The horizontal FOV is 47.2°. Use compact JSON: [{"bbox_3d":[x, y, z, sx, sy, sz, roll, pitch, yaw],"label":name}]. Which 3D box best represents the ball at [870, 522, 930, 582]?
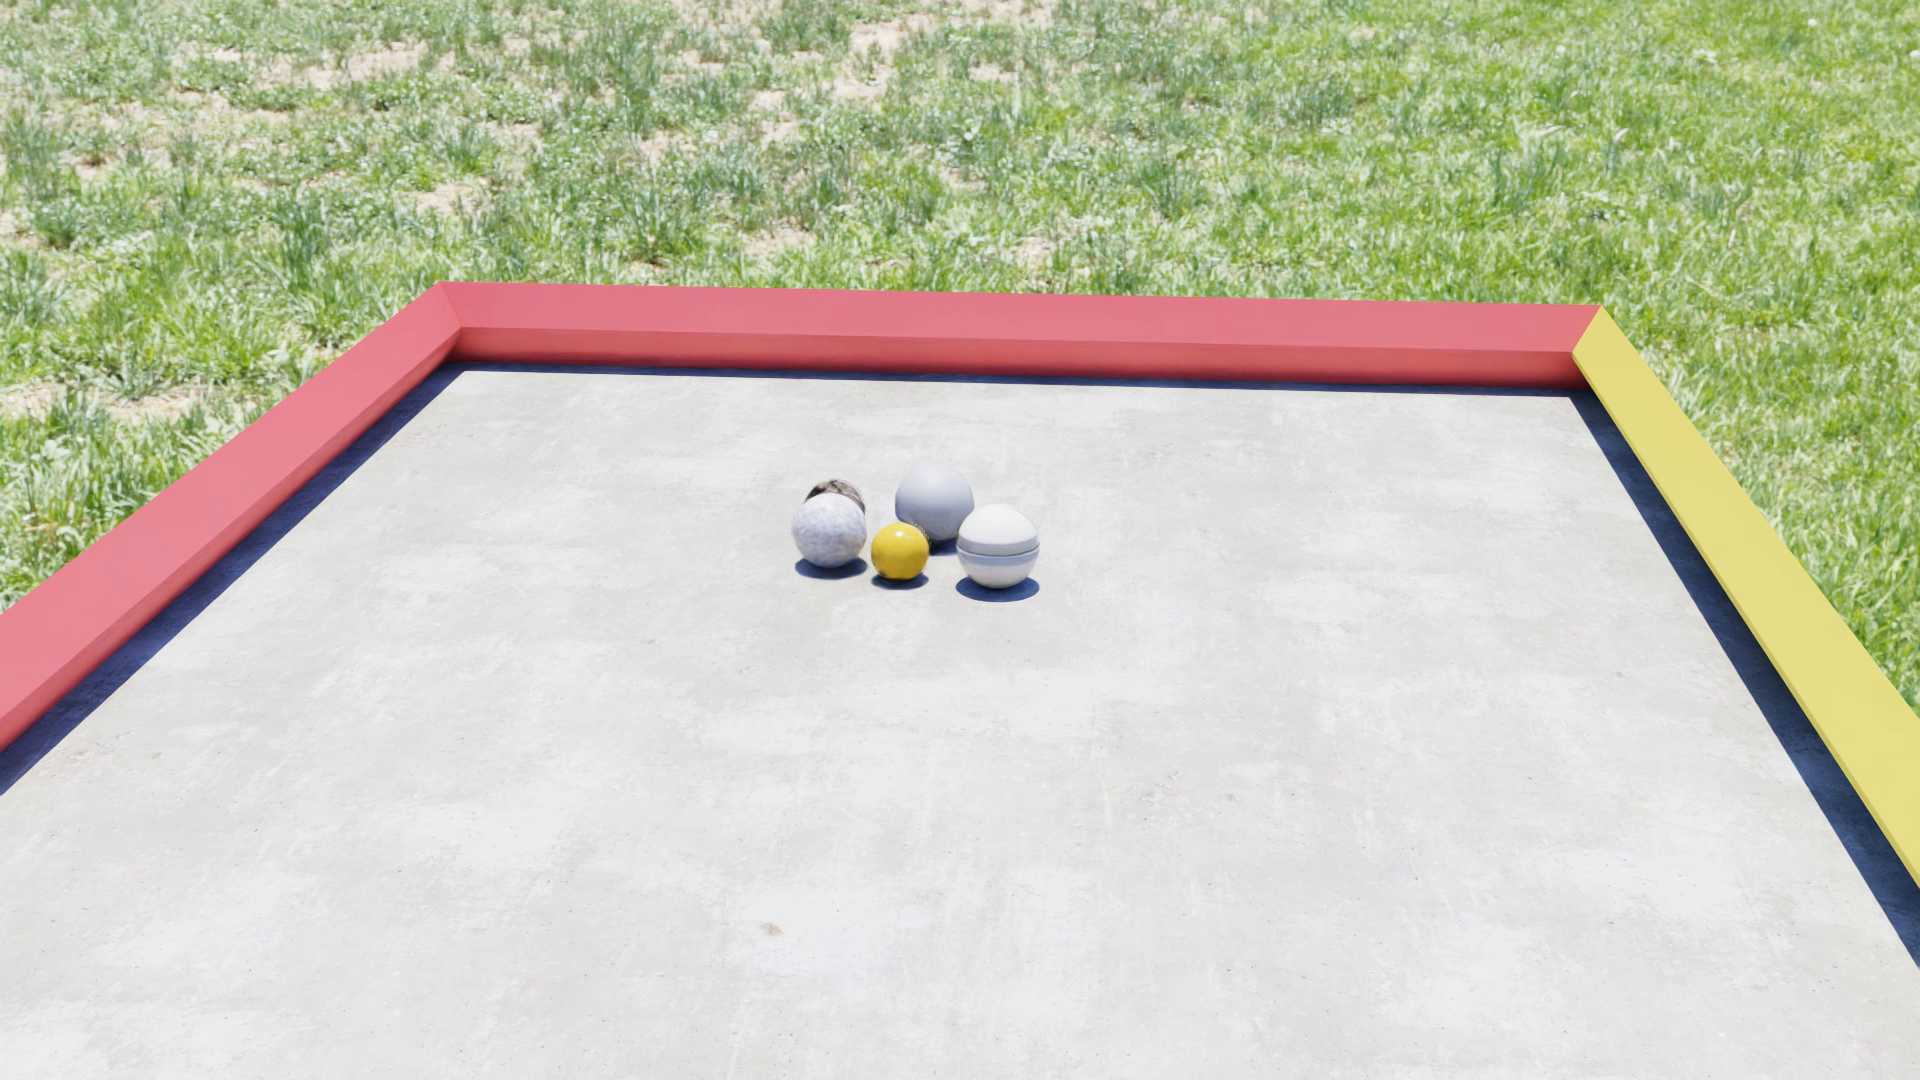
[{"bbox_3d":[-0.068,0.013,2.477,0.067,0.067,0.067,0,20,0],"label":"ball"}]

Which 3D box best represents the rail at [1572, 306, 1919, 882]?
[{"bbox_3d":[0.762,0.286,1.650,0.045,0.123,3.298,2,20,5],"label":"rail"}]

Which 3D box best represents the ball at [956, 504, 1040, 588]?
[{"bbox_3d":[0.042,0.007,2.453,0.095,0.095,0.095,0,20,0],"label":"ball"}]

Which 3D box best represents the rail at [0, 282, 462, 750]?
[{"bbox_3d":[-0.903,0.236,1.785,0.045,0.123,3.298,2,20,5],"label":"rail"}]

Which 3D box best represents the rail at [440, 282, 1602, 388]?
[{"bbox_3d":[0.069,-0.297,3.237,1.718,0.123,0.045,2,20,5],"label":"rail"}]

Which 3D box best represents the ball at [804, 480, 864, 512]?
[{"bbox_3d":[-0.149,-0.033,2.593,0.074,0.074,0.074,0,20,0],"label":"ball"}]

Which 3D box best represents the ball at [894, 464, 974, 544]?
[{"bbox_3d":[-0.030,-0.042,2.587,0.095,0.095,0.095,0,20,0],"label":"ball"}]

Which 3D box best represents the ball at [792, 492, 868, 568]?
[{"bbox_3d":[-0.148,-0.011,2.515,0.086,0.086,0.086,0,20,0],"label":"ball"}]
